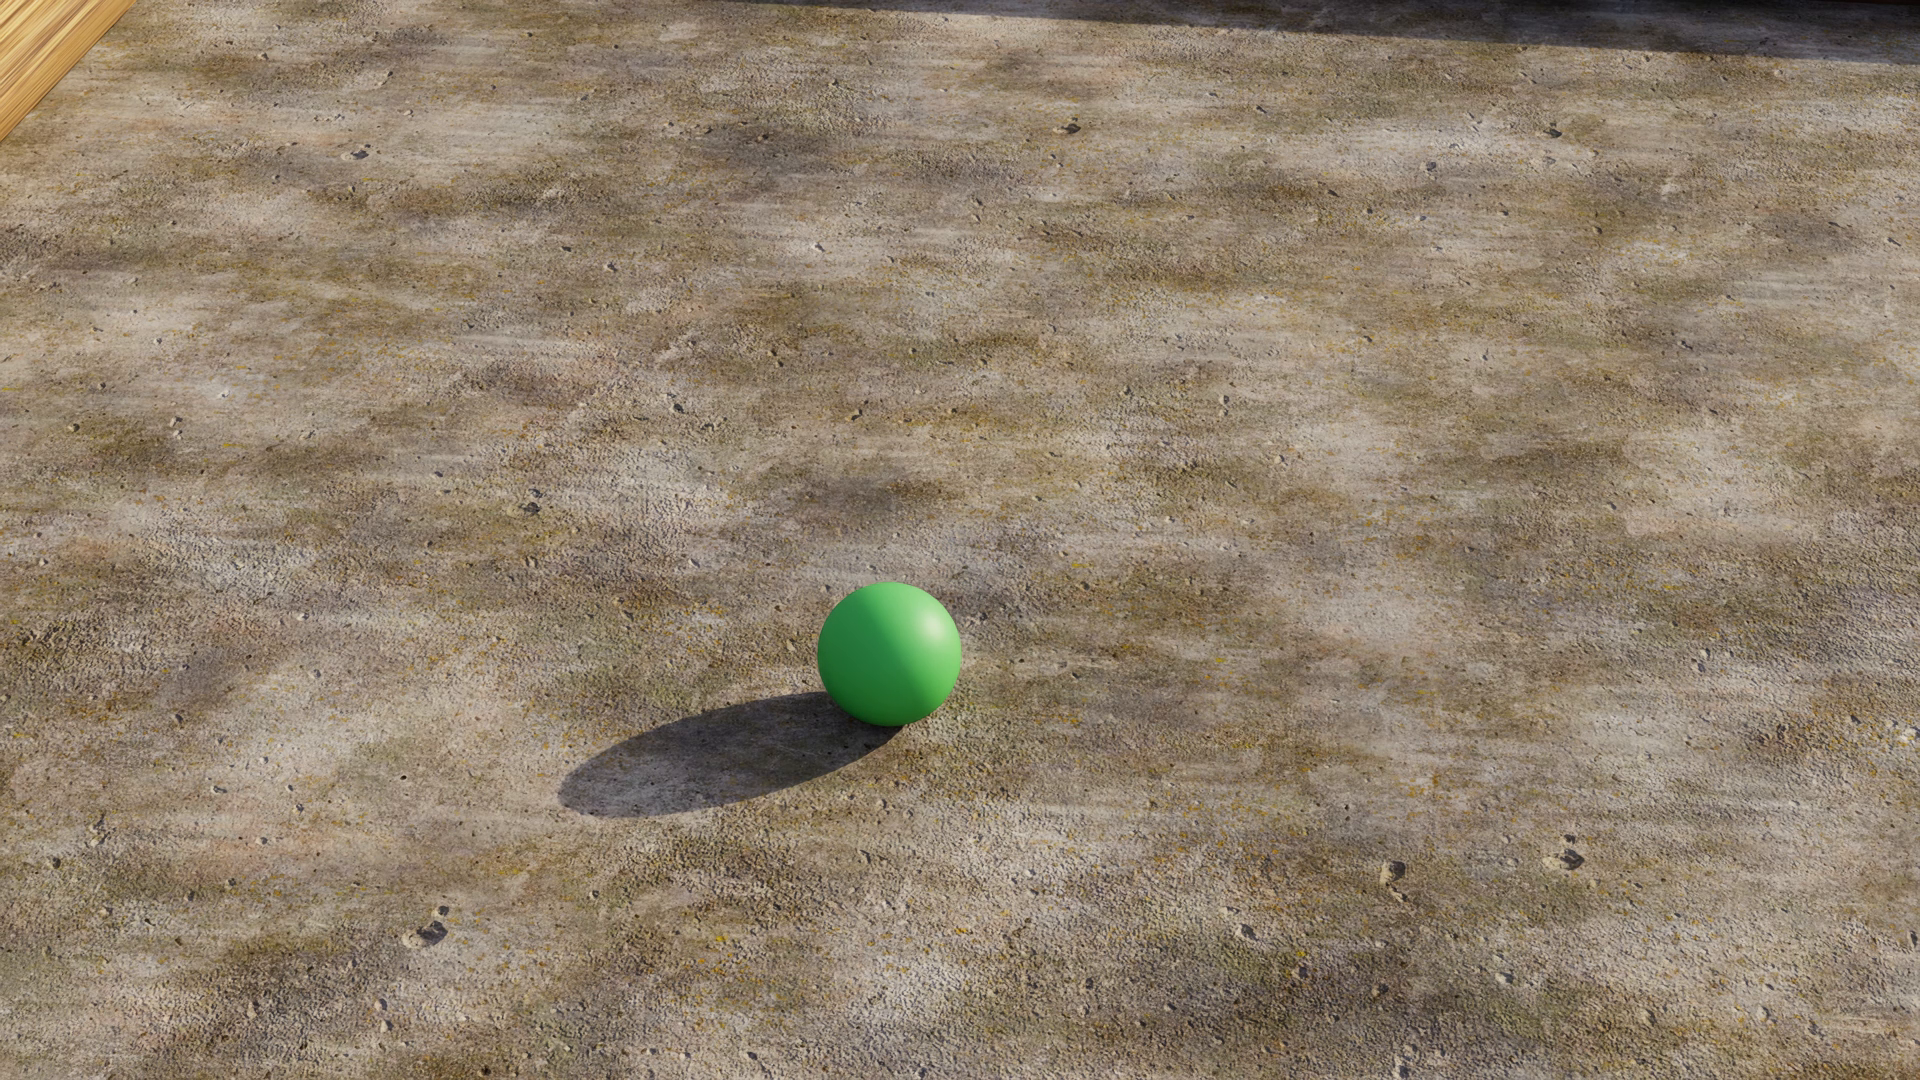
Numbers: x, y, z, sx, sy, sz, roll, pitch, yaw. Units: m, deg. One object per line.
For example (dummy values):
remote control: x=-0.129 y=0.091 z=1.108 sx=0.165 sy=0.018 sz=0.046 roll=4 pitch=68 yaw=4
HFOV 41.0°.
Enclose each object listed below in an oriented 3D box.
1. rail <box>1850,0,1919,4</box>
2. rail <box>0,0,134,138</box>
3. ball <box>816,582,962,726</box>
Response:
rail: x=1.089 y=-0.567 z=2.522 sx=3.832 sy=0.120 sz=0.045 roll=4 pitch=36 yaw=6
rail: x=-0.926 y=-0.090 z=1.848 sx=0.045 sy=0.120 sz=2.204 roll=4 pitch=36 yaw=6
ball: x=-0.045 y=0.073 z=1.643 sx=0.093 sy=0.093 sz=0.093 roll=0 pitch=35 yaw=0
